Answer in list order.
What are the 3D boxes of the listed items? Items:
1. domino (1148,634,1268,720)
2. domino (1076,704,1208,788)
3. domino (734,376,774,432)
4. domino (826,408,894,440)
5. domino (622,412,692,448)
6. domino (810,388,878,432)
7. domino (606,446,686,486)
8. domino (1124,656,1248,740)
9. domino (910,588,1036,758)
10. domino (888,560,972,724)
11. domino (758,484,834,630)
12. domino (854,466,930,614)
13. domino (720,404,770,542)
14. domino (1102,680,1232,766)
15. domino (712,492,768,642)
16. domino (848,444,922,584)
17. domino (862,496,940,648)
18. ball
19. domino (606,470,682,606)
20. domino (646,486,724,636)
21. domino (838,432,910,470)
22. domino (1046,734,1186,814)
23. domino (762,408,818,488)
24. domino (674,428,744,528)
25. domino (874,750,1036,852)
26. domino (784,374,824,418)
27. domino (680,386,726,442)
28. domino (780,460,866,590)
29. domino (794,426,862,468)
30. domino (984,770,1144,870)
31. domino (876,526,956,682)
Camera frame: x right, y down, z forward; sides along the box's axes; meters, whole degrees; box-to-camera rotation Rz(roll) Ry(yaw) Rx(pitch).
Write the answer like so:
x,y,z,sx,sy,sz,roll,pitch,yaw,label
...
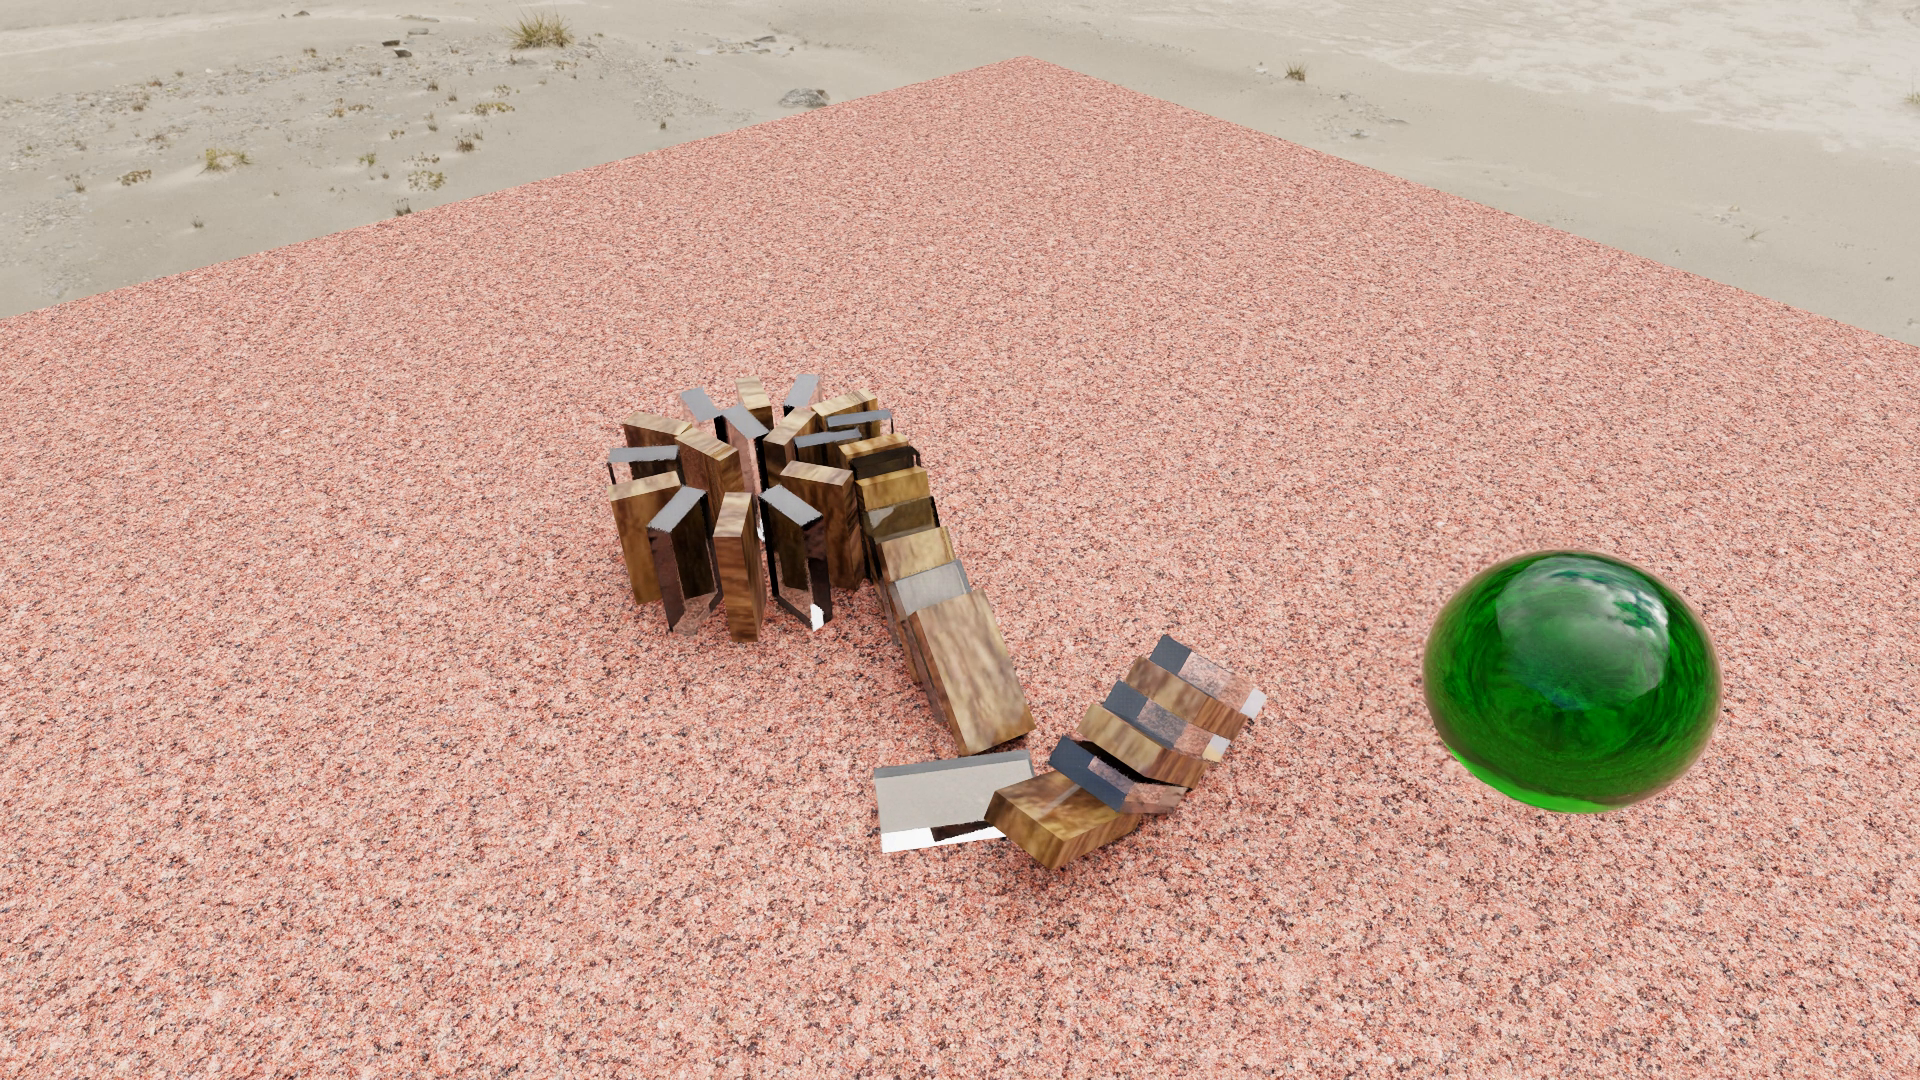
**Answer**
x,y,z,sx,sy,sz,roll,pitch,yaw,label
0.082,0.045,0.361,0.025,0.050,0.010,31,91,32,domino
0.057,0.064,0.339,0.025,0.050,0.009,31,91,32,domino
-0.084,-0.041,0.461,0.009,0.050,0.025,-14,41,-16,domino
-0.039,-0.027,0.443,0.025,0.050,0.009,-8,32,-10,domino
-0.118,-0.026,0.443,0.025,0.050,0.010,13,41,15,domino
-0.046,-0.036,0.455,0.025,0.050,0.009,-23,43,-25,domino
-0.119,-0.013,0.427,0.025,0.050,0.009,-3,39,-4,domino
0.074,0.051,0.354,0.025,0.050,0.009,31,91,32,domino
0.004,0.044,0.366,0.025,0.010,0.050,-18,82,-21,domino
-0.004,0.034,0.377,0.025,0.009,0.050,-18,84,-21,domino
-0.060,0.007,0.403,0.010,0.050,0.025,-32,49,-33,domino
-0.022,0.000,0.412,0.025,0.050,0.009,-15,19,-17,domino
-0.084,-0.027,0.444,0.010,0.050,0.025,-24,45,-27,domino
0.066,0.058,0.346,0.025,0.050,0.009,31,91,32,domino
-0.079,0.010,0.399,0.009,0.050,0.025,0,39,0,domino
-0.026,-0.009,0.422,0.025,0.050,0.009,-15,31,-17,domino
-0.017,0.011,0.400,0.025,0.050,0.010,-15,7,-17,domino
0.184,0.042,0.336,0.080,0.080,0.080,0,39,0,ball
-0.114,0.000,0.412,0.025,0.050,0.009,-15,42,-18,domino
-0.099,0.008,0.401,0.009,0.050,0.025,13,41,15,domino
-0.031,-0.015,0.429,0.025,0.050,0.009,-15,31,-17,domino
0.048,0.071,0.331,0.025,0.050,0.009,31,93,31,domino
-0.066,-0.025,0.442,0.009,0.050,0.025,15,42,18,domino
-0.096,-0.017,0.432,0.025,0.050,0.010,26,46,28,domino
-0.001,0.081,0.344,0.050,0.009,0.025,-6,40,-7,domino
-0.064,-0.042,0.462,0.010,0.050,0.025,5,40,6,domino
-0.103,-0.035,0.454,0.009,0.050,0.025,-20,43,-22,domino
-0.051,-0.005,0.417,0.025,0.050,0.009,10,40,16,domino
-0.050,-0.018,0.433,0.025,0.050,0.009,-12,33,-14,domino
0.032,0.080,0.326,0.025,0.010,0.050,31,18,32,domino
-0.011,0.022,0.389,0.025,0.050,0.010,-15,-1,-18,domino
